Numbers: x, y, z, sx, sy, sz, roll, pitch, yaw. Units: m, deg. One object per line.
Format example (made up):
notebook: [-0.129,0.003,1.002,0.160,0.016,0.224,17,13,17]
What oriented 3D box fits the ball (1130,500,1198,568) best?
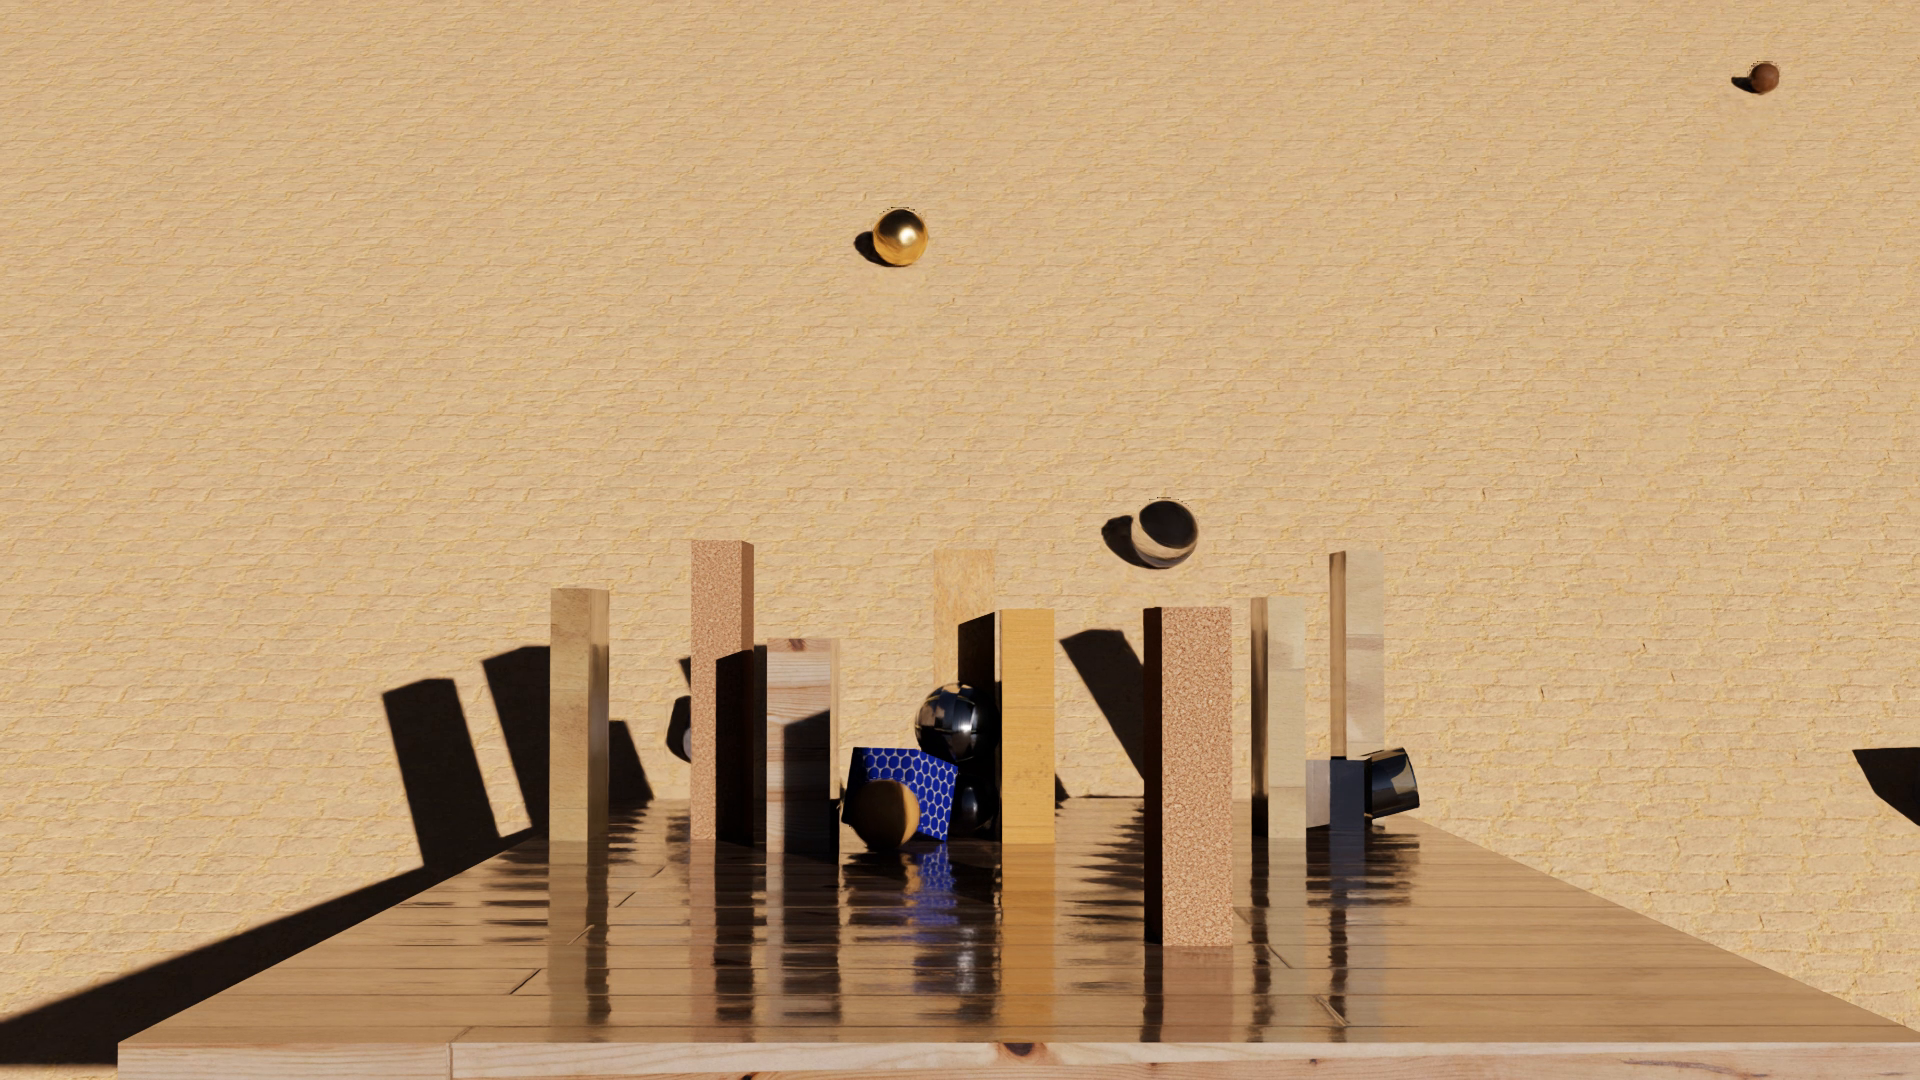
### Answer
ball: [0.614,-0.018,7.796,0.205,0.205,0.205,0,35,0]

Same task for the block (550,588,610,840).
block: [-0.832,0.376,5.697,0.080,0.536,0.335,0,-2,0]

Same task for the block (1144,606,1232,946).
block: [0.339,0.343,3.903,0.100,0.483,0.377,0,-2,0]

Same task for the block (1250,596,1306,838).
block: [0.703,0.386,5.757,0.080,0.518,0.329,0,-2,0]

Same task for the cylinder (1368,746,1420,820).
cylinder: [0.967,0.565,5.991,0.146,0.146,0.146,-14,36,0]

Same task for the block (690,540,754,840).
block: [-0.523,0.325,5.735,0.107,0.639,0.342,0,-2,0]

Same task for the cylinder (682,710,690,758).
cylinder: [-0.665,0.508,7.081,0.163,0.163,0.163,1,33,2]

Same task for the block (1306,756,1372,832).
block: [0.840,0.570,5.851,0.158,0.158,0.158,-1,-2,15]

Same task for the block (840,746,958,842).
block: [-0.127,0.537,5.491,0.162,0.162,0.162,-1,72,34]

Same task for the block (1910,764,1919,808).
block: [2.655,0.654,6.857,0.187,0.187,0.187,-2,35,-3]

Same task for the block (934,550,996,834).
block: [0.009,0.337,5.854,0.134,0.623,0.353,0,-2,0]

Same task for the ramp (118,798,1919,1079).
ramp: [0.078,0.666,4.842,2.000,0.100,4.000,0,-2,0]

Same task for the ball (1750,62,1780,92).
ball: [3.250,-1.866,10.491,0.120,0.120,0.120,0,35,0]

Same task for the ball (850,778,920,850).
ball: [-0.152,0.559,5.306,0.143,0.143,0.143,0,35,0]

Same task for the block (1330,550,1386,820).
block: [0.947,0.344,6.204,0.089,0.631,0.266,0,-2,0]

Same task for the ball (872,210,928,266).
ball: [-0.213,-1.085,9.313,0.200,0.200,0.200,0,35,0]

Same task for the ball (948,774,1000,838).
ball: [0.018,0.573,5.603,0.135,0.135,0.135,0,35,0]

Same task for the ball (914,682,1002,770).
ball: [-0.005,0.400,5.582,0.187,0.187,0.187,0,35,0]

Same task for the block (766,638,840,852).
block: [-0.326,0.421,5.453,0.128,0.430,0.417,0,-2,0]

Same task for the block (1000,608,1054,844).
block: [0.143,0.396,5.629,0.110,0.491,0.351,0,-2,0]
